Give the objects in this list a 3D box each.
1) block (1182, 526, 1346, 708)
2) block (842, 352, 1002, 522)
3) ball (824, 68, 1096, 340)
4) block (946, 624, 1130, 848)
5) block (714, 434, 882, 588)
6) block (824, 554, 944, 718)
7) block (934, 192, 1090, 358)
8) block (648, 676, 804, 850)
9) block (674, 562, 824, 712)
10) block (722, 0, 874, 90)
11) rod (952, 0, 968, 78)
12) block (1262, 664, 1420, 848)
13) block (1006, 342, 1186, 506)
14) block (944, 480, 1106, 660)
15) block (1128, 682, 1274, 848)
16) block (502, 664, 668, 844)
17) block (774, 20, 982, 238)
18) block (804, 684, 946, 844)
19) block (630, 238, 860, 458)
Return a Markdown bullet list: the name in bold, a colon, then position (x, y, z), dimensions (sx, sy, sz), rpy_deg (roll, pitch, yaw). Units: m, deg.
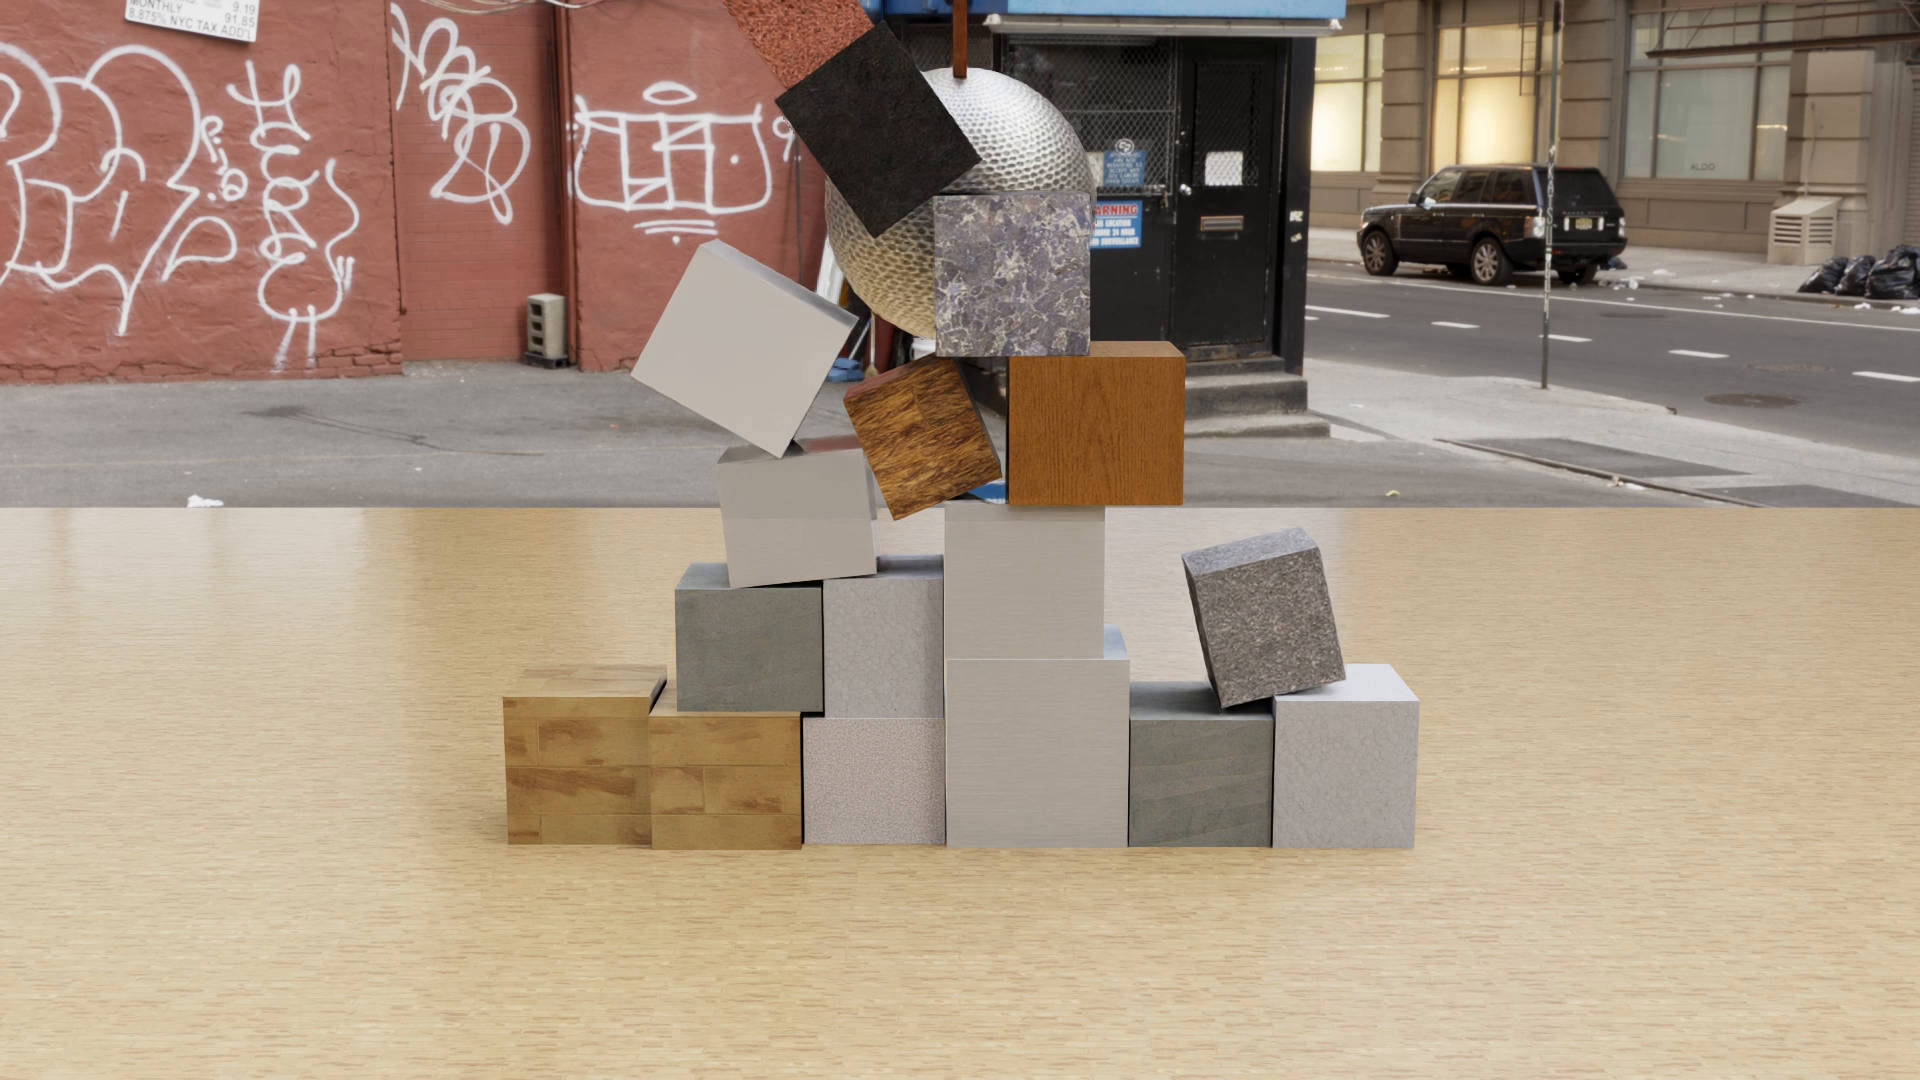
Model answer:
- **block**: position (1.543, 0.385, 11.237), dimensions (0.638, 0.691, 0.596), rpy_deg (-13, 10, 2)
- **block**: position (-0.184, -0.547, 11.081), dimensions (0.579, 0.652, 0.557), rpy_deg (-22, 10, 4)
- **ball**: position (0.000, -1.961, 12.932), dimensions (1.600, 1.600, 1.600), rpy_deg (0, 10, 0)
- **block**: position (0.388, 0.998, 11.364), dimensions (0.906, 0.971, 0.808), rpy_deg (0, 10, 0)
- **block**: position (-0.807, -0.160, 11.157), dimensions (0.728, 0.622, 0.664), rpy_deg (-6, 10, 1)
- **block**: position (-0.381, 0.482, 11.282), dimensions (0.592, 0.711, 0.669), rpy_deg (0, 10, 0)
- **block**: position (0.251, -1.332, 10.920), dimensions (0.745, 0.769, 0.757), rpy_deg (-1, 10, 0)
- **block**: position (-1.169, 1.138, 11.371), dimensions (0.746, 0.692, 0.842), rpy_deg (0, 10, 0)
- **block**: position (-1.050, 0.487, 11.277), dimensions (0.726, 0.622, 0.707), rpy_deg (0, 10, 0)
- **block**: position (-0.771, -2.547, 10.699), dimensions (0.524, 0.528, 0.529), rpy_deg (-35, 8, 6)
- **rod**: position (0.000, -4.890, 11.205), dimensions (0.080, 5.200, 0.080), rpy_deg (0, 31, 0)
- **block**: position (1.926, 1.104, 11.363), dimensions (0.710, 0.763, 0.784), rpy_deg (0, 10, 0)
- **block**: position (0.662, -0.601, 11.069), dimensions (0.848, 0.725, 0.842), rpy_deg (0, 10, 0)
- **block**: position (0.318, 0.141, 11.190), dimensions (0.786, 0.778, 0.746), rpy_deg (0, 10, 0)
- **block**: position (1.206, 1.150, 11.399), dimensions (0.710, 0.659, 0.796), rpy_deg (0, 10, 0)
- **block**: position (-1.916, 1.098, 11.377), dimensions (0.729, 0.768, 0.695), rpy_deg (0, 10, 0)
- **block**: position (-0.389, -2.014, 10.827), dimensions (0.644, 0.806, 0.717), rpy_deg (-35, 8, 6)
- **block**: position (-0.430, 1.153, 11.403), dimensions (0.710, 0.652, 0.695), rpy_deg (0, 10, 0)
- **block**: position (-1.061, -0.972, 11.016), dimensions (0.834, 0.721, 0.722), rpy_deg (29, 9, -5)
